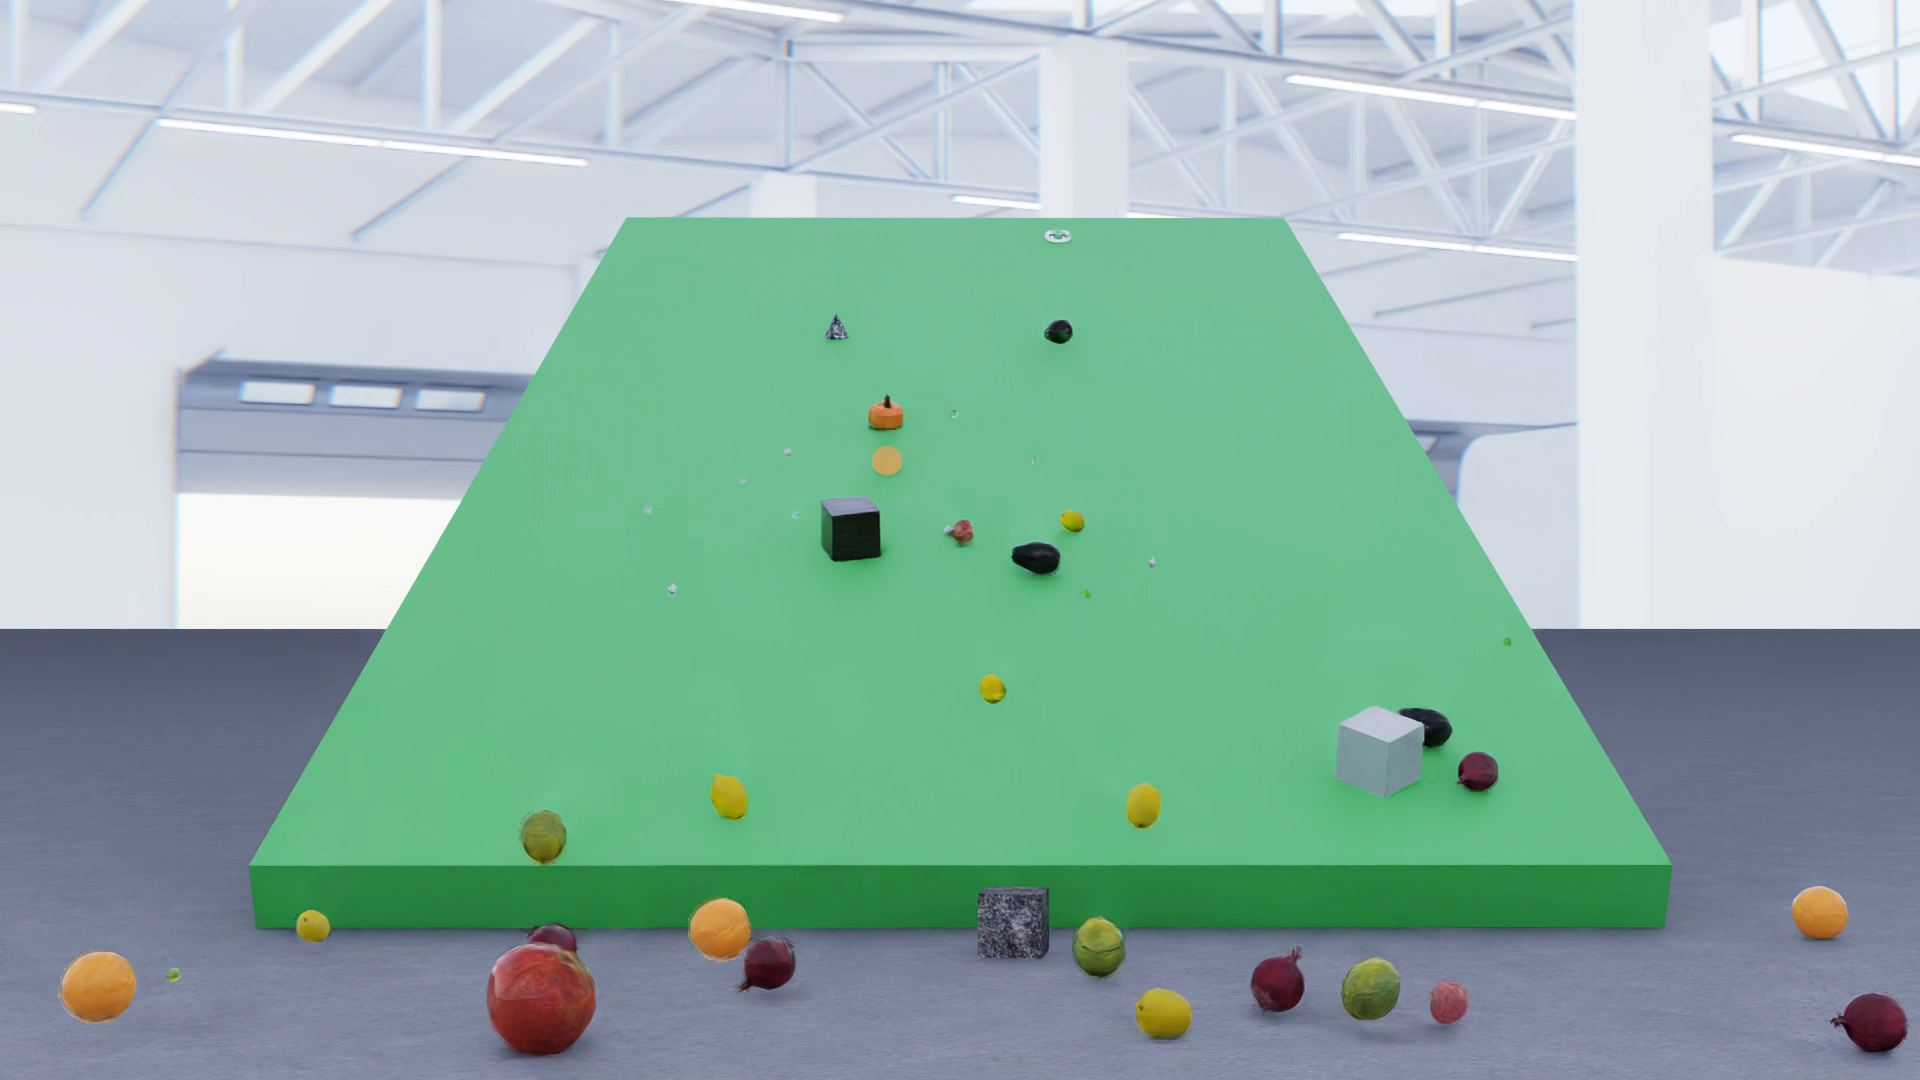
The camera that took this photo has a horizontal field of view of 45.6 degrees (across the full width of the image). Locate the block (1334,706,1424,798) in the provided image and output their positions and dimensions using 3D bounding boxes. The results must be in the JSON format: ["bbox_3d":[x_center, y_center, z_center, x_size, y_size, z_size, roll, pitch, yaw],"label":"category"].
[{"bbox_3d":[0.633,0.318,3.440,0.092,0.092,0.092,-20,29,-41],"label":"block"}]

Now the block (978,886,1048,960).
[{"bbox_3d":[0.070,0.500,2.984,0.082,0.082,0.082,0,-2,9],"label":"block"}]

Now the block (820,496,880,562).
[{"bbox_3d":[-0.208,-0.022,4.319,0.093,0.093,0.093,-7,22,-17],"label":"block"}]

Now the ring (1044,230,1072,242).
[{"bbox_3d":[0.286,-0.887,6.662,0.078,0.026,0.078,1,21,0],"label":"ring"}]

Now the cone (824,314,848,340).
[{"bbox_3d":[-0.309,-0.538,5.702,0.061,0.061,0.061,0,21,0],"label":"cone"}]

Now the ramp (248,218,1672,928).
[{"bbox_3d":[-0.006,-0.215,5.090,2.000,0.100,4.000,0,21,0],"label":"ramp"}]

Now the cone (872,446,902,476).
[{"bbox_3d":[-0.153,-0.162,4.772,0.063,0.063,0.063,0,-6,-1],"label":"cone"}]
